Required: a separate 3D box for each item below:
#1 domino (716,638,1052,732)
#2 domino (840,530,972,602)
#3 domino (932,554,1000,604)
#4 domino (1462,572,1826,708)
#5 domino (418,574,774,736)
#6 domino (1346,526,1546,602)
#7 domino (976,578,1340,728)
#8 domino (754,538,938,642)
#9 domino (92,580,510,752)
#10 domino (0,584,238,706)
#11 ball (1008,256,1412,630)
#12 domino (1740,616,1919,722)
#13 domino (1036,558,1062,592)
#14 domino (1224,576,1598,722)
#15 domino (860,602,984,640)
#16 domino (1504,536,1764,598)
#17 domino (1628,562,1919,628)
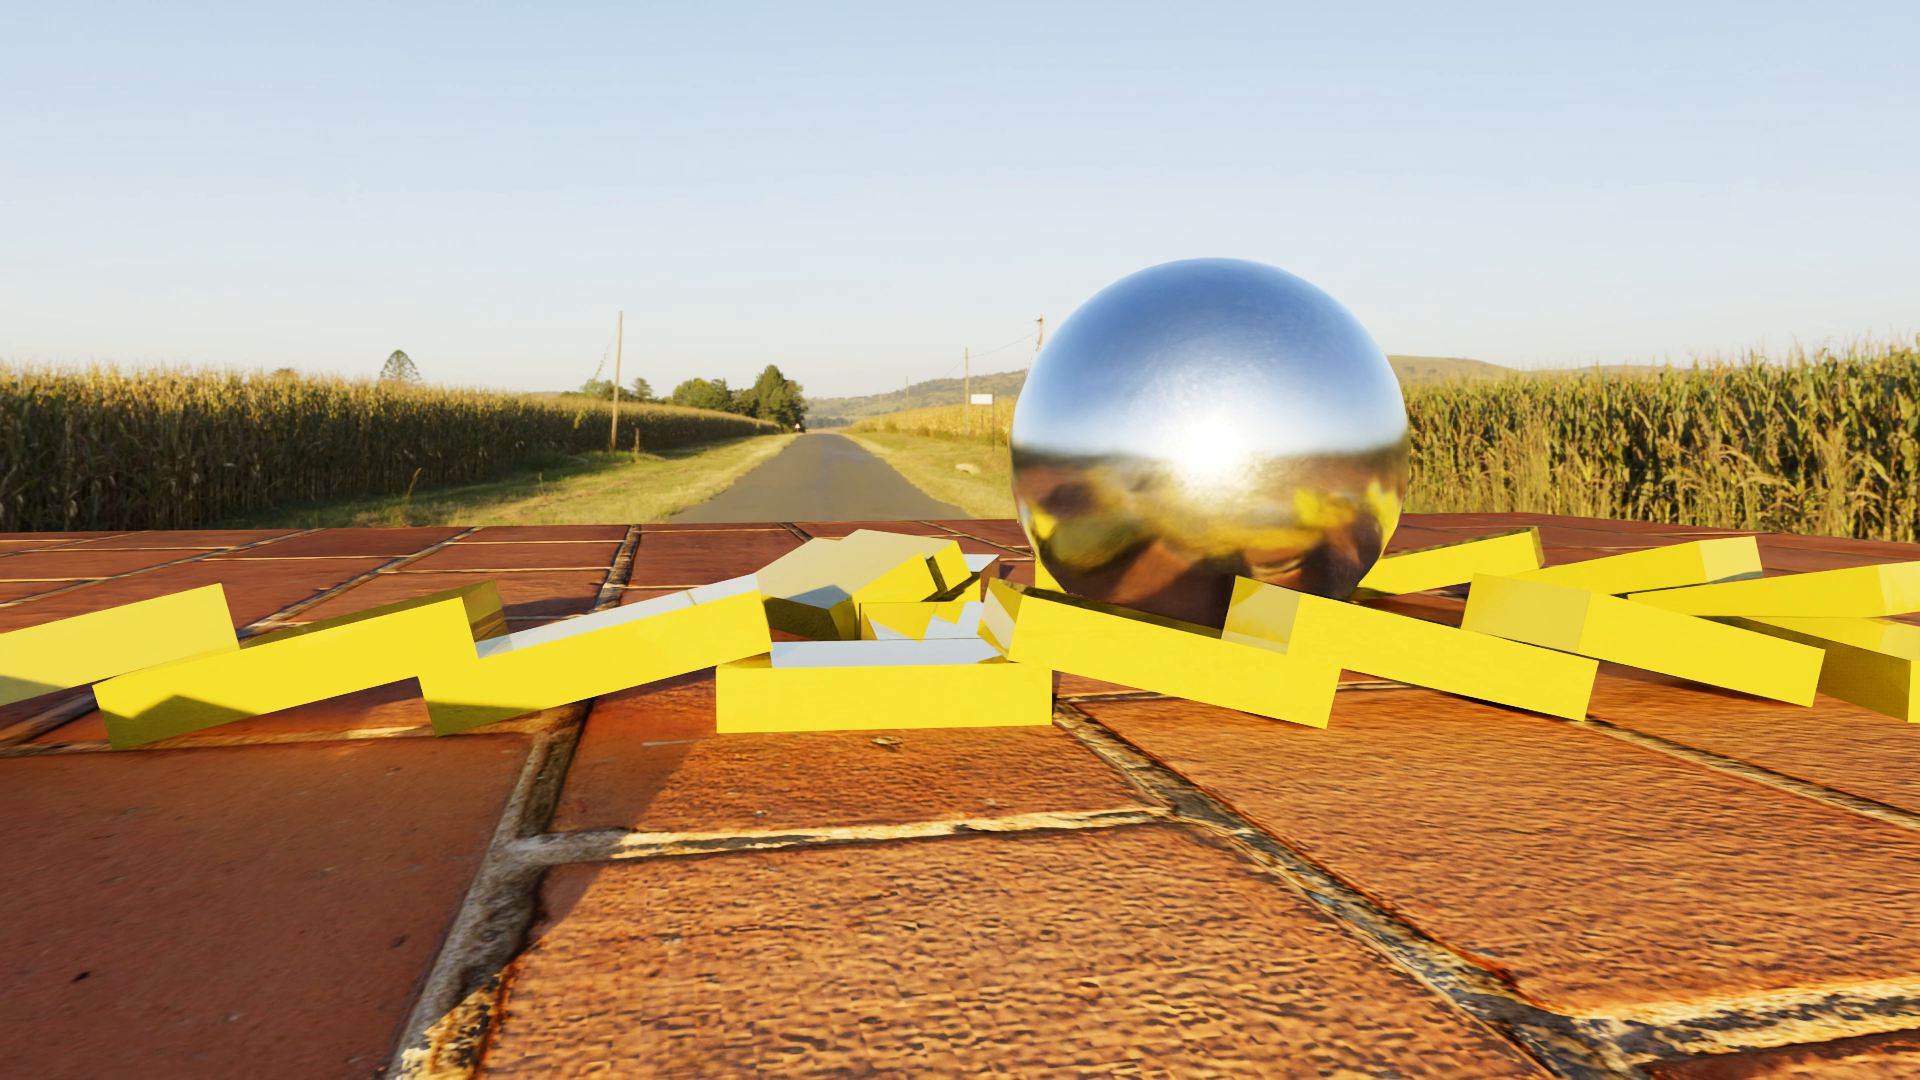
[{"bbox_3d":[-0.012,0.023,0.204,0.050,0.010,0.025,0,4,-6],"label":"domino"},{"bbox_3d":[-0.022,0.009,0.321,0.025,0.010,0.050,-32,19,-26],"label":"domino"},{"bbox_3d":[-0.004,0.011,0.360,0.025,0.010,0.050,1,4,7],"label":"domino"},{"bbox_3d":[0.112,0.016,0.211,0.050,0.009,0.025,12,1,-20],"label":"domino"},{"bbox_3d":[-0.055,0.017,0.202,0.050,0.009,0.025,-14,6,-9],"label":"domino"},{"bbox_3d":[0.125,0.007,0.337,0.050,0.009,0.025,-13,-2,28],"label":"domino"},{"bbox_3d":[0.030,0.017,0.199,0.050,0.009,0.025,13,2,-10],"label":"domino"},{"bbox_3d":[-0.030,0.011,0.292,0.025,0.009,0.050,-32,20,-27],"label":"domino"},{"bbox_3d":[-0.097,0.018,0.193,0.050,0.009,0.025,-14,6,-8],"label":"domino"},{"bbox_3d":[-0.137,0.018,0.187,0.050,0.010,0.025,-18,8,-42],"label":"domino"},{"bbox_3d":[0.050,-0.017,0.262,0.080,0.080,0.080,0,4,0],"label":"ball"},{"bbox_3d":[0.160,0.021,0.220,0.025,0.010,0.050,0,4,5],"label":"domino"},{"bbox_3d":[0.048,0.009,0.383,0.025,0.009,0.050,4,6,41],"label":"domino"},{"bbox_3d":[0.071,0.017,0.205,0.050,0.010,0.025,13,2,-10],"label":"domino"},{"bbox_3d":[-0.005,0.020,0.243,0.025,0.010,0.050,-1,4,-8],"label":"domino"},{"bbox_3d":[0.159,0.009,0.307,0.025,0.009,0.050,-3,-9,-34],"label":"domino"},{"bbox_3d":[0.171,0.013,0.268,0.025,0.009,0.050,-2,-7,-30],"label":"domino"}]
